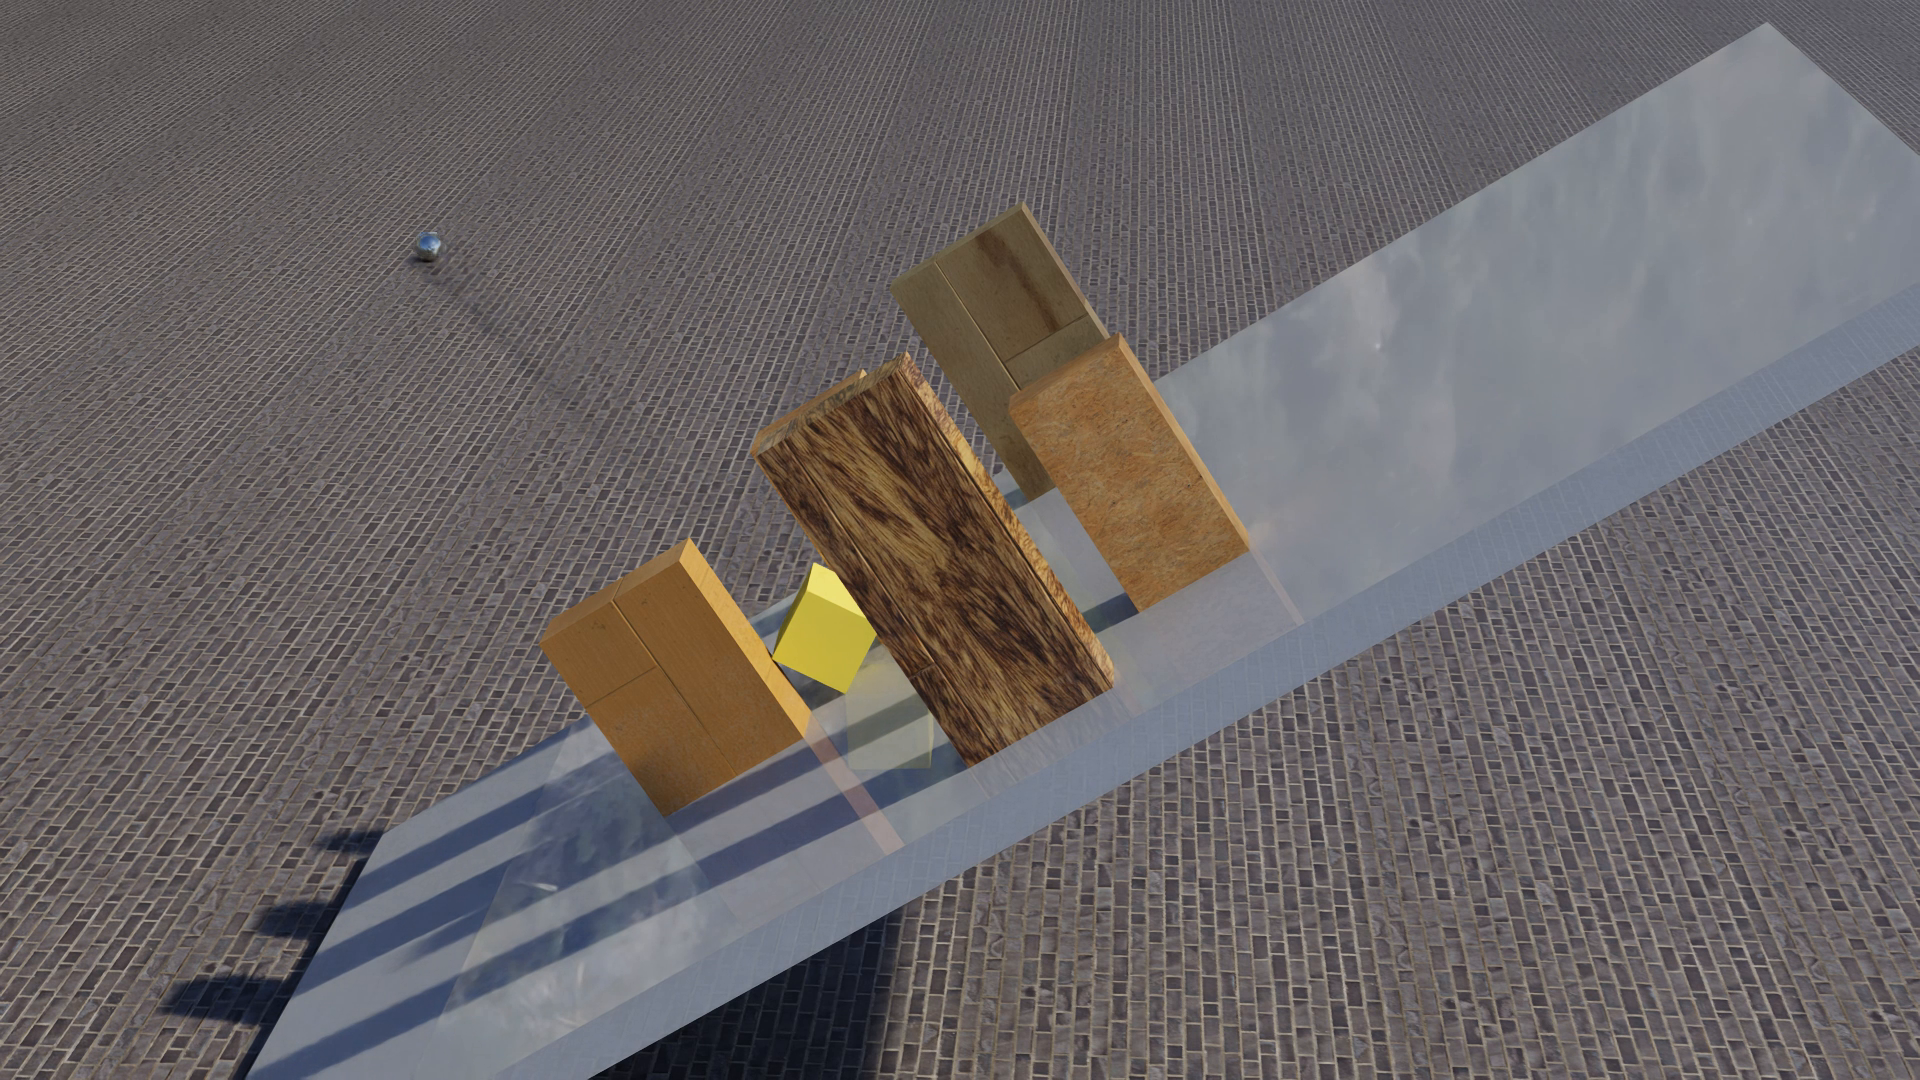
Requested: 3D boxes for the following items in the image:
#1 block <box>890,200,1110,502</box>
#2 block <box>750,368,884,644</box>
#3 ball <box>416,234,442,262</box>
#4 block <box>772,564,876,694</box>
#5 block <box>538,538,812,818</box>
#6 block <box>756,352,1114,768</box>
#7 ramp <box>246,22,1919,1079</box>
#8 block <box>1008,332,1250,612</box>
[{"bbox_3d":[0.153,-0.431,6.778,0.357,0.601,0.083,-30,15,13],"label":"block"},{"bbox_3d":[-0.194,-0.073,6.528,0.280,0.529,0.150,-30,15,13],"label":"block"},{"bbox_3d":[-2.455,-1.351,13.594,0.124,0.124,0.124,0,20,0],"label":"ball"},{"bbox_3d":[-0.286,0.192,6.445,0.179,0.179,0.179,26,18,-7],"label":"block"},{"bbox_3d":[-0.612,0.299,6.349,0.366,0.474,0.146,-30,15,13],"label":"block"},{"bbox_3d":[-0.040,0.041,5.467,0.318,0.724,0.118,-30,15,13],"label":"block"},{"bbox_3d":[0.140,0.170,6.293,4.000,0.100,2.000,-30,15,13],"label":"ramp"},{"bbox_3d":[0.329,-0.129,5.701,0.249,0.481,0.104,-30,15,13],"label":"block"}]
